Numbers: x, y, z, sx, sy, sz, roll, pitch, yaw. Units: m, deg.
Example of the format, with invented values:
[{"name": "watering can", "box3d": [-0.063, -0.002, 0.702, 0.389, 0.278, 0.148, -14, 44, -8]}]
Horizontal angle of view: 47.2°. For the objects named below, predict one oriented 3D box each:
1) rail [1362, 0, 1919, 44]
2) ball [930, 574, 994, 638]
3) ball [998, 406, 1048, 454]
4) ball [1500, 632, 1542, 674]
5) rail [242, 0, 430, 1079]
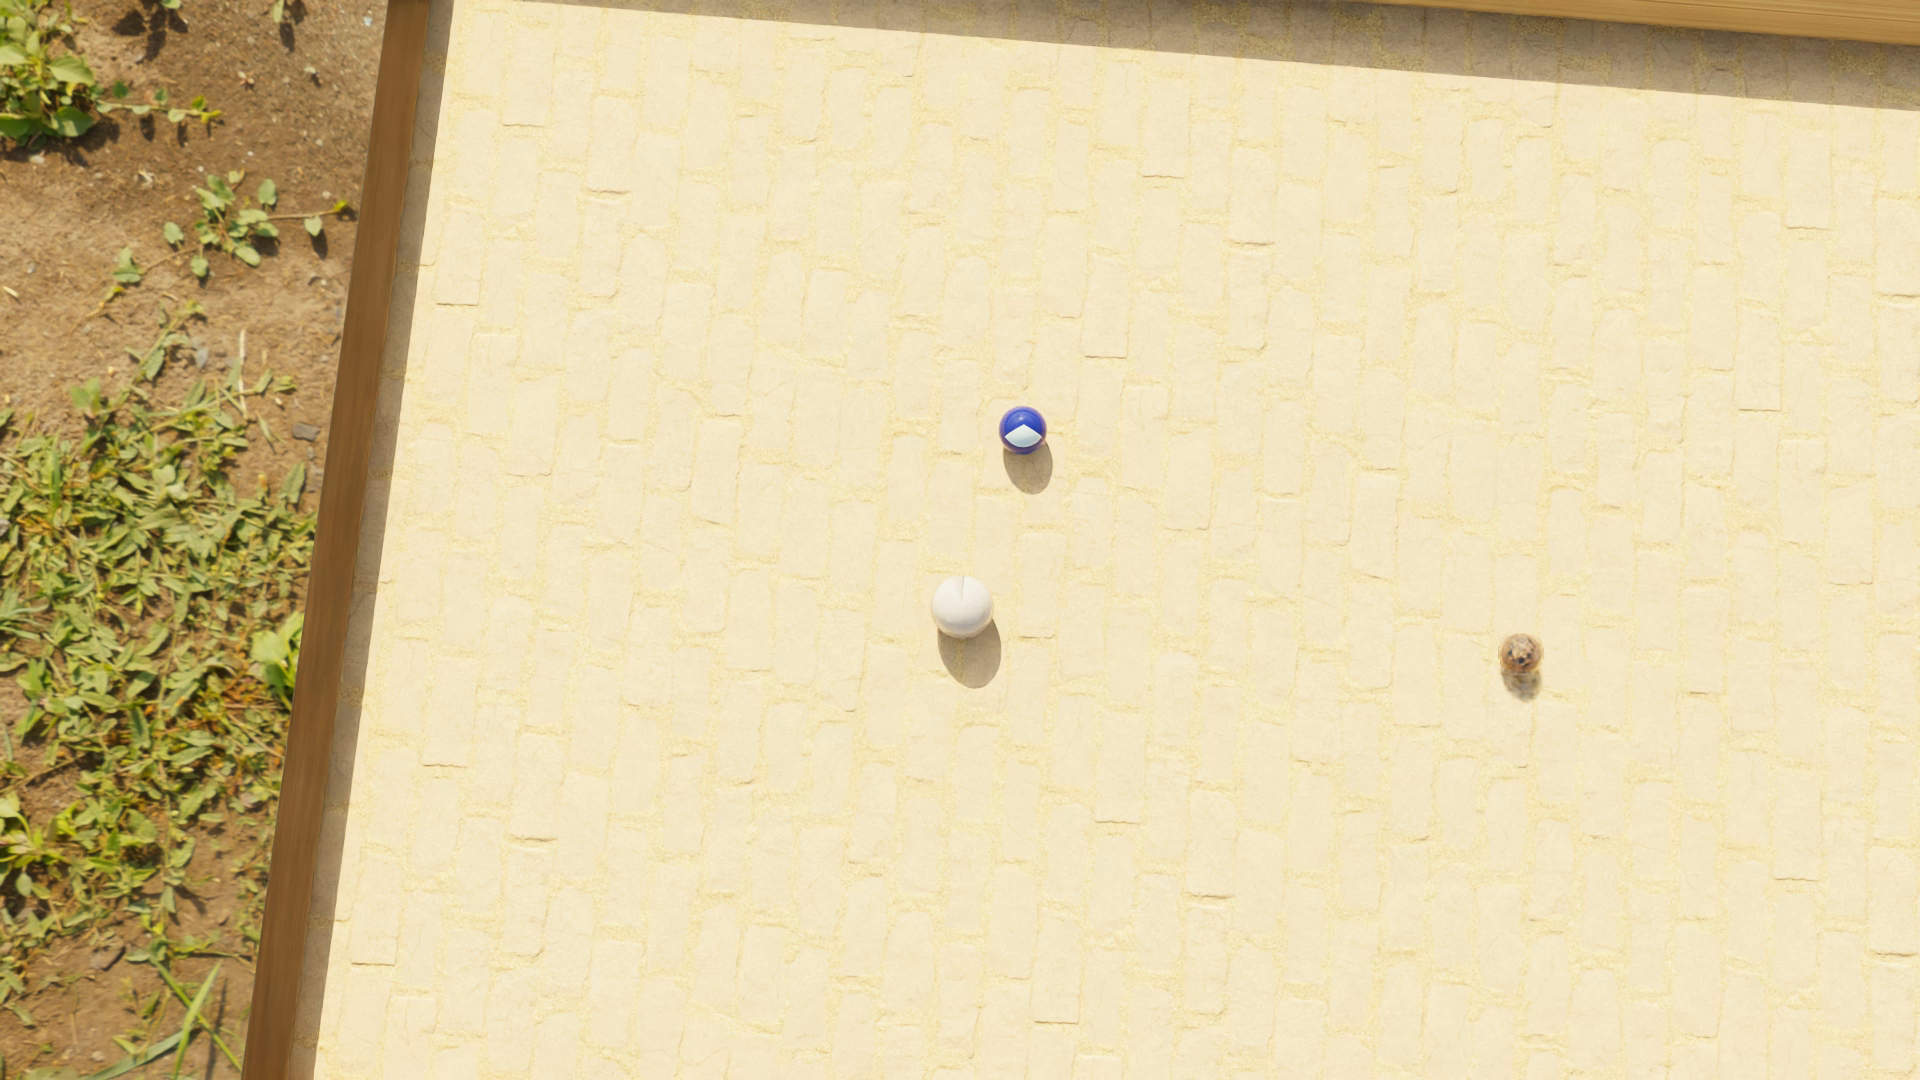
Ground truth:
[{"name": "rail", "box3d": [1.007, -0.824, 3.400, 3.736, 0.123, 0.045, 5, 80, 1]}, {"name": "ball", "box3d": [0.003, 0.099, 3.254, 0.094, 0.094, 0.094, 0, 80, 0]}, {"name": "ball", "box3d": [0.095, -0.165, 3.310, 0.075, 0.075, 0.075, 0, 80, 0]}, {"name": "ball", "box3d": [0.832, 0.167, 3.259, 0.060, 0.060, 0.060, 0, 80, 0]}, {"name": "rail", "box3d": [-0.907, -0.078, 3.269, 0.045, 0.123, 1.876, 5, 80, 1]}]
